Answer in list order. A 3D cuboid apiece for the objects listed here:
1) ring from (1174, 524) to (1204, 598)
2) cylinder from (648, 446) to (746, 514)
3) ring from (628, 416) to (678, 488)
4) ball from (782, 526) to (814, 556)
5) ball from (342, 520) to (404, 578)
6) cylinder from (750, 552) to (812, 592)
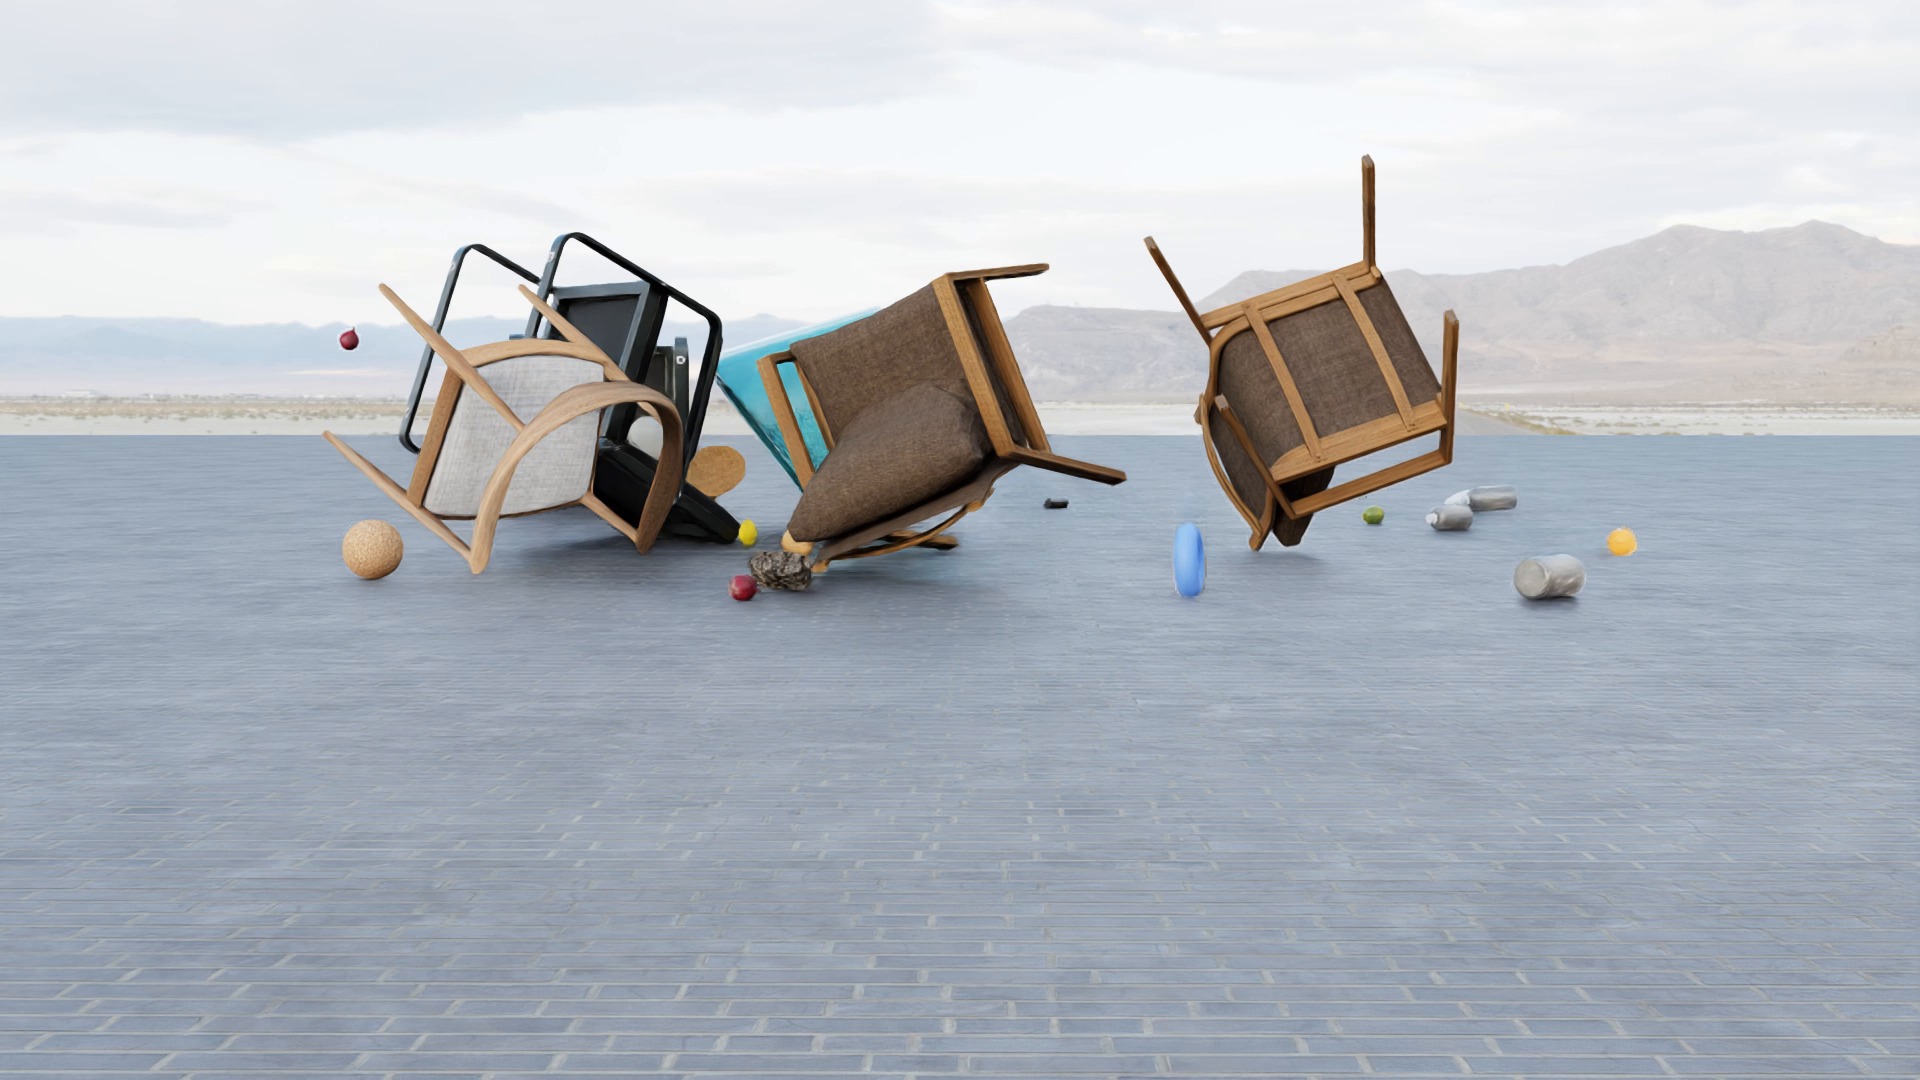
[{"bbox_3d":[0.495,0.044,4.745,0.051,0.165,0.157,-2,-40,14],"label":"ring"},{"bbox_3d":[-0.940,-0.214,7.860,0.283,0.175,0.237,-22,0,-39],"label":"cylinder"},{"bbox_3d":[-1.183,-0.329,8.501,0.132,0.356,0.220,-27,47,-18],"label":"ring"},{"bbox_3d":[-0.427,0.008,5.798,0.087,0.087,0.087,0,4,0],"label":"ball"},{"bbox_3d":[-1.388,0.021,5.201,0.141,0.141,0.141,0,4,0],"label":"ball"},{"bbox_3d":[-0.399,0.069,4.907,0.139,0.052,0.076,5,38,10],"label":"cylinder"}]
